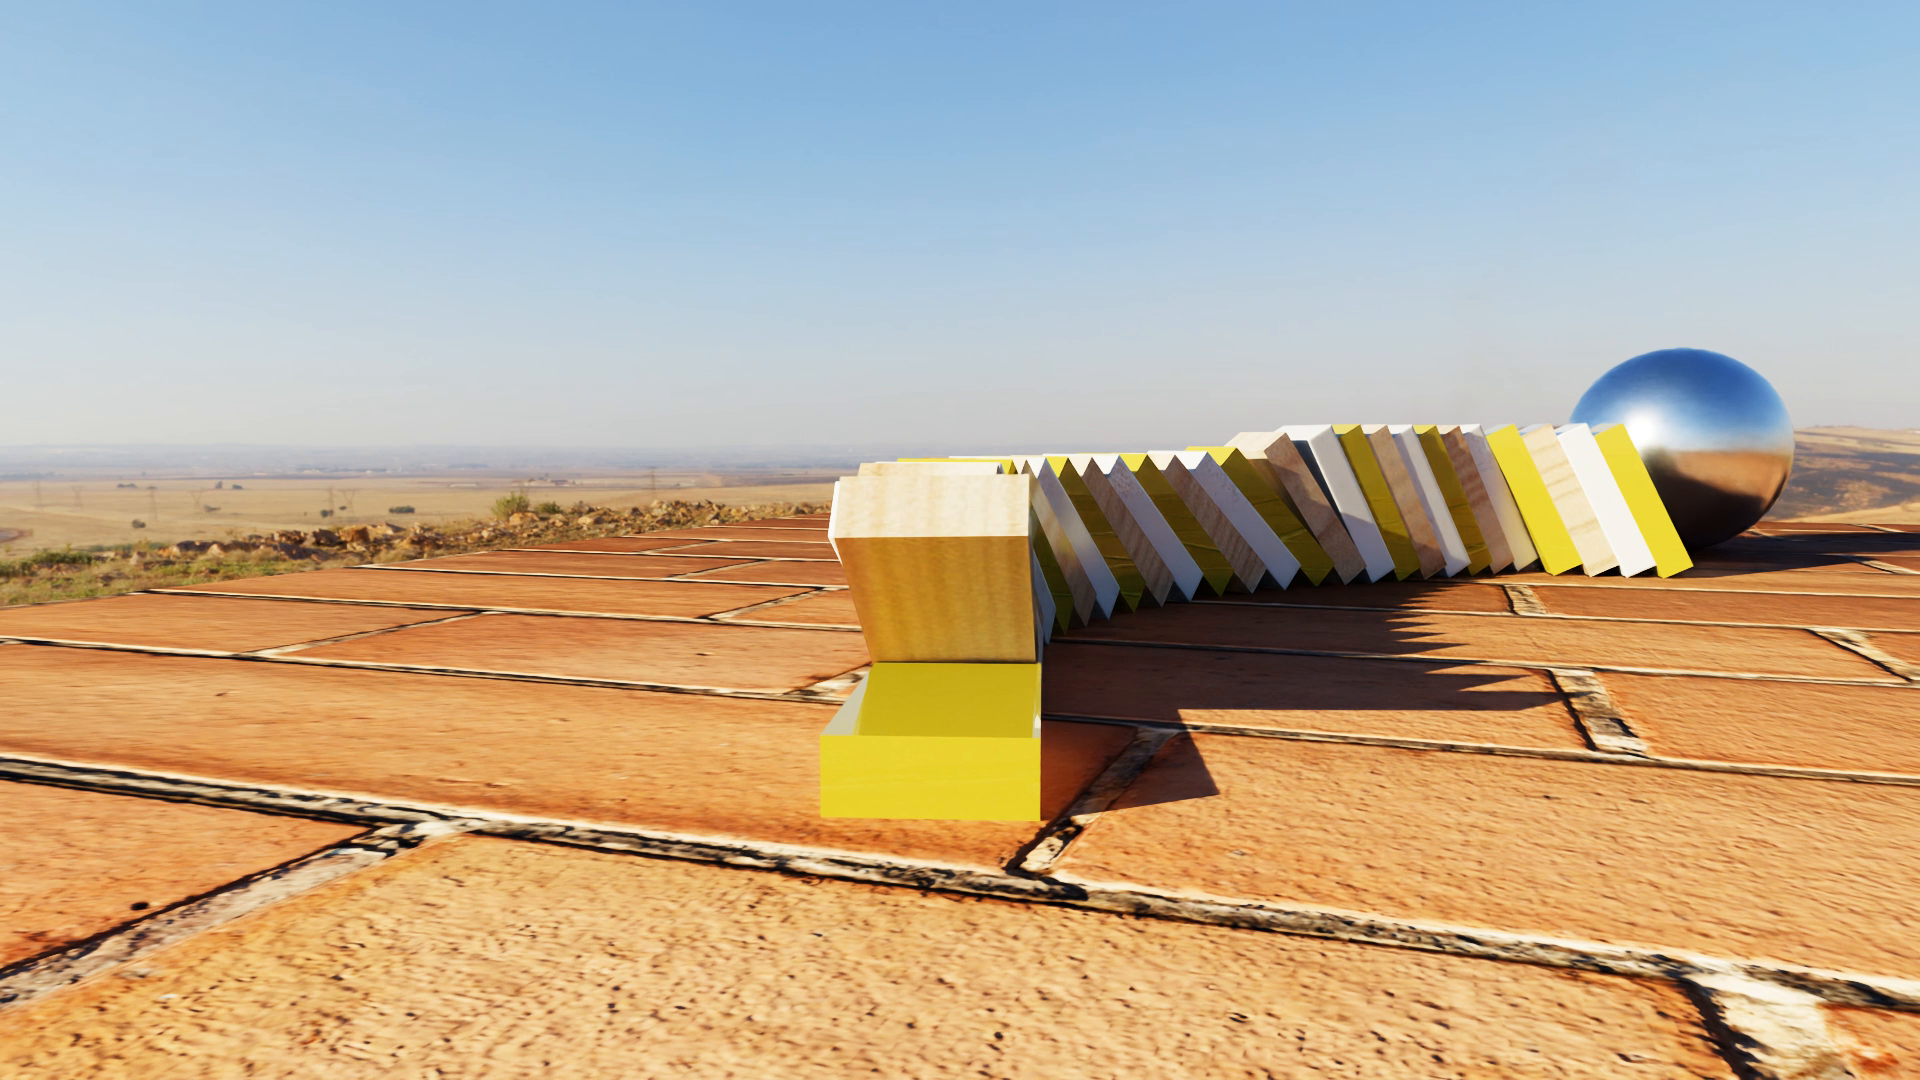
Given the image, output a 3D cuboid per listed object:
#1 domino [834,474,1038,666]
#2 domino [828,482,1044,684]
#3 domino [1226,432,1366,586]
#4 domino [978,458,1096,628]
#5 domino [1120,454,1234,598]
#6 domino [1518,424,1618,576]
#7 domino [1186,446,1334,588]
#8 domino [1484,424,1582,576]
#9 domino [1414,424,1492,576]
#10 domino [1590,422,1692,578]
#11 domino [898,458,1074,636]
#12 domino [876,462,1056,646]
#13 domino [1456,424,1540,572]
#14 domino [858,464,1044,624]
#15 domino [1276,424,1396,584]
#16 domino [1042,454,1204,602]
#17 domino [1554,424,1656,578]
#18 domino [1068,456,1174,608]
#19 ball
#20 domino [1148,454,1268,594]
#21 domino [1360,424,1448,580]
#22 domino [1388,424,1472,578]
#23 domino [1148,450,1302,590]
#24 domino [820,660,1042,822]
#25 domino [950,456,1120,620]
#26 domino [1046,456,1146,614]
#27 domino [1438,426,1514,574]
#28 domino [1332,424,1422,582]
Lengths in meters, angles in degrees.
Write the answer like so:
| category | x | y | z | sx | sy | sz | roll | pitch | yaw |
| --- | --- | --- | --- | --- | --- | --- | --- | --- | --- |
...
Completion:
| category | x | y | z | sx | sy | sz | roll | pitch | yaw |
| --- | --- | --- | --- | --- | --- | --- | --- | --- | --- |
| domino | -0.002 | 0.009 | 0.188 | 0.025 | 0.009 | 0.050 | -1 | -32 | 5 |
| domino | -0.002 | 0.008 | 0.206 | 0.025 | 0.009 | 0.050 | -2 | -32 | 10 |
| domino | 0.102 | -0.010 | 0.392 | 0.009 | 0.050 | 0.025 | -38 | 15 | -13 |
| domino | 0.011 | 0.001 | 0.287 | 0.025 | 0.010 | 0.050 | 2 | -35 | 29 |
| domino | 0.052 | -0.004 | 0.353 | 0.025 | 0.010 | 0.050 | 5 | -34 | 49 |
| domino | 0.198 | -0.014 | 0.423 | 0.010 | 0.050 | 0.025 | -26 | -1 | 13 |
| domino | 0.087 | -0.007 | 0.385 | 0.050 | 0.009 | 0.025 | 46 | -13 | -19 |
| domino | 0.188 | -0.014 | 0.426 | 0.010 | 0.050 | 0.025 | -26 | -1 | 13 |
| domino | 0.153 | -0.013 | 0.419 | 0.009 | 0.050 | 0.025 | -31 | 13 | -15 |
| domino | 0.218 | -0.013 | 0.417 | 0.010 | 0.050 | 0.025 | -26 | -1 | 13 |
| domino | 0.005 | 0.002 | 0.272 | 0.025 | 0.009 | 0.050 | 2 | -35 | 24 |
| domino | 0.001 | 0.004 | 0.257 | 0.025 | 0.010 | 0.050 | 2 | -35 | 20 |
| domino | 0.172 | -0.014 | 0.430 | 0.009 | 0.050 | 0.025 | -31 | 11 | -13 |
| domino | -0.001 | 0.005 | 0.241 | 0.025 | 0.010 | 0.050 | 1 | -35 | 16 |
| domino | 0.114 | -0.011 | 0.398 | 0.009 | 0.050 | 0.025 | -32 | 13 | -14 |
| domino | 0.042 | -0.003 | 0.341 | 0.025 | 0.010 | 0.050 | 4 | -35 | 44 |
| domino | 0.208 | -0.013 | 0.420 | 0.009 | 0.050 | 0.025 | -26 | -1 | 13 |
| domino | 0.033 | -0.002 | 0.328 | 0.025 | 0.010 | 0.050 | 4 | -35 | 41 |
| ball | 0.282 | -0.035 | 0.506 | 0.080 | 0.080 | 0.080 | 0 | 4 | 0 |
| domino | 0.063 | -0.005 | 0.364 | 0.050 | 0.009 | 0.025 | 45 | -22 | -29 |
| domino | 0.134 | -0.012 | 0.408 | 0.009 | 0.050 | 0.025 | -31 | 13 | -15 |
| domino | 0.143 | -0.013 | 0.413 | 0.010 | 0.050 | 0.025 | -31 | 13 | -15 |
| domino | 0.075 | -0.006 | 0.374 | 0.050 | 0.009 | 0.025 | 45 | -19 | -26 |
| domino | -0.002 | 0.025 | 0.170 | 0.025 | 0.010 | 0.050 | 0 | 4 | 4 |
| domino | 0.017 | 0.000 | 0.301 | 0.025 | 0.010 | 0.050 | 3 | -35 | 32 |
| domino | 0.024 | -0.001 | 0.315 | 0.025 | 0.010 | 0.050 | 3 | -35 | 37 |
| domino | 0.162 | -0.014 | 0.425 | 0.009 | 0.050 | 0.025 | -31 | 13 | -15 |
| domino | 0.124 | -0.012 | 0.403 | 0.010 | 0.050 | 0.025 | -31 | 13 | -15 |
